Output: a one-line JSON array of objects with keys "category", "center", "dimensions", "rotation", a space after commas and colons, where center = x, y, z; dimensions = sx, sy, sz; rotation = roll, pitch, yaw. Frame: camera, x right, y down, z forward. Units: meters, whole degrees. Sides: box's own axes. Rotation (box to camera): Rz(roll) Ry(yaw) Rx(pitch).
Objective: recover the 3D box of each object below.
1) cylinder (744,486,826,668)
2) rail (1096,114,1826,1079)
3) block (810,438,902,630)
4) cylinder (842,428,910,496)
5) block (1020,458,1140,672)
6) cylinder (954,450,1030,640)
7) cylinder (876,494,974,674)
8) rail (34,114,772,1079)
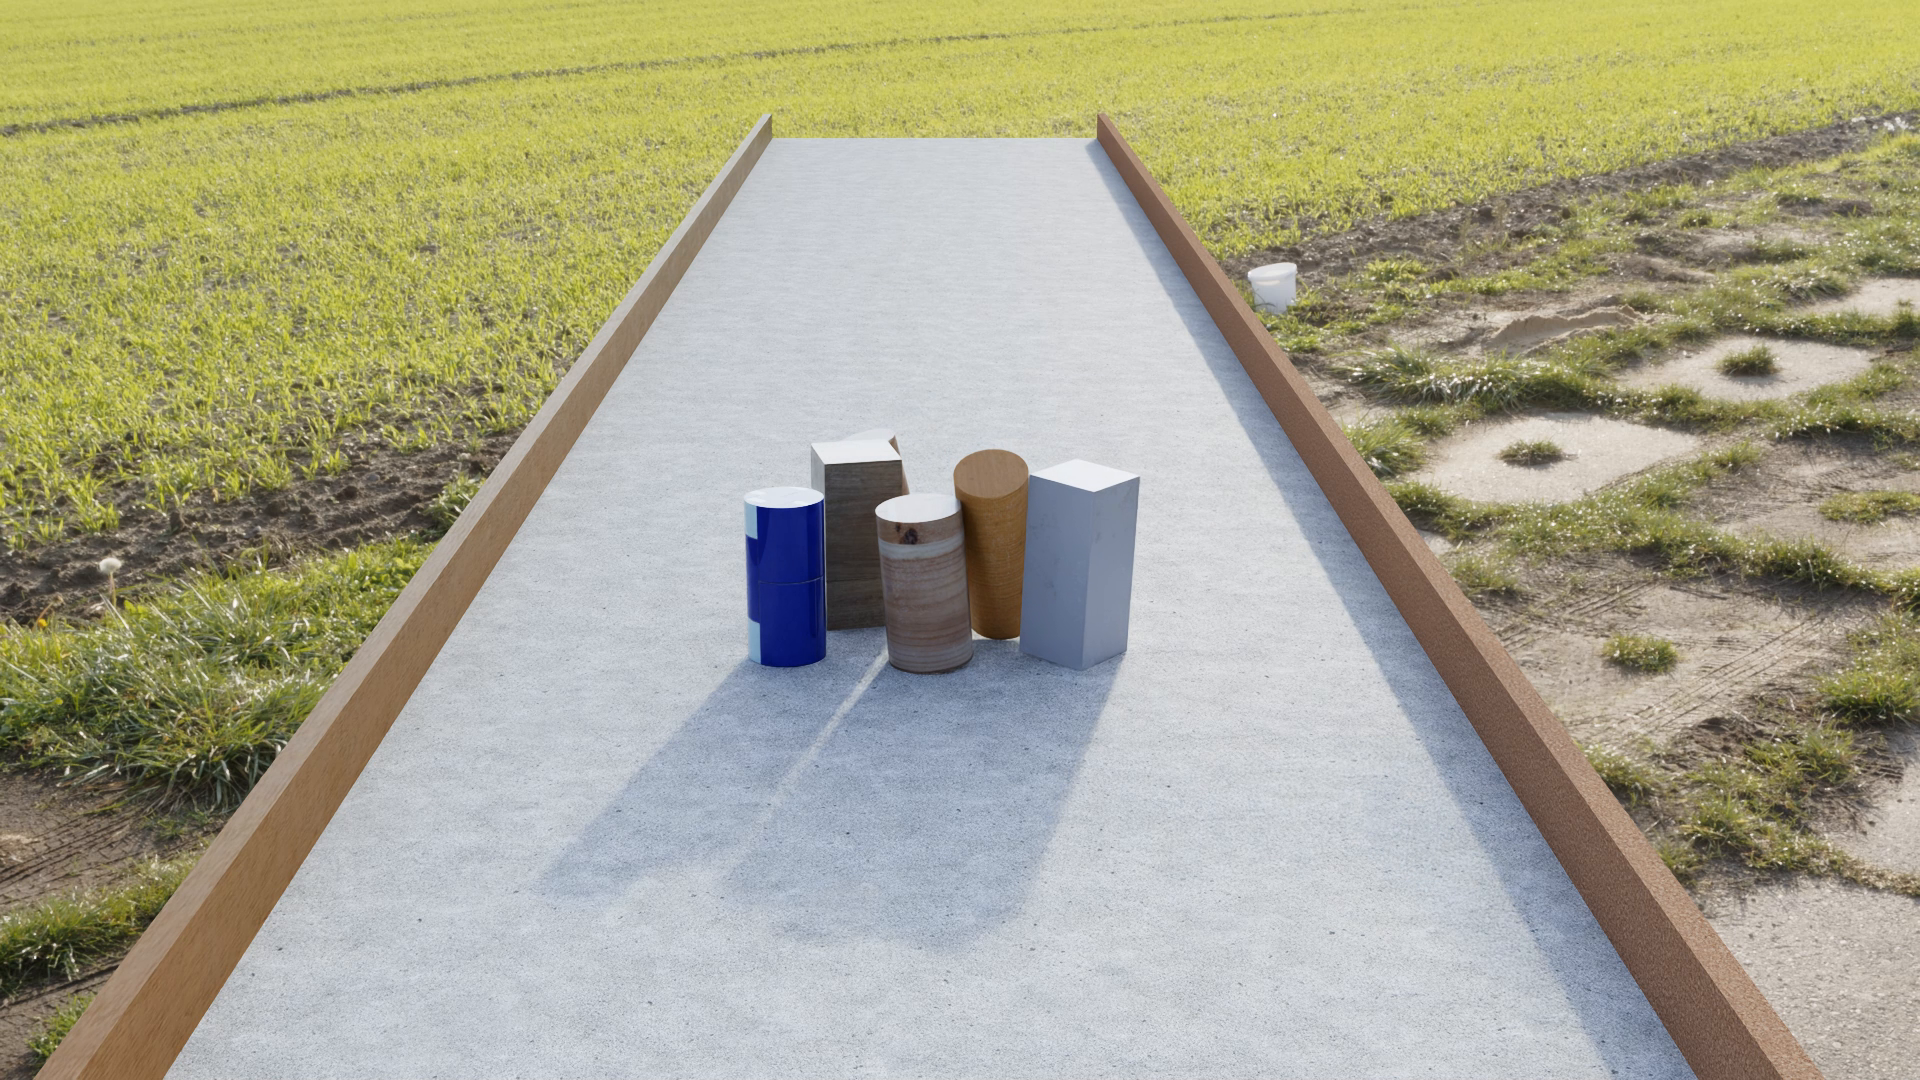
[{"category": "cylinder", "center": [-0.349, 0.073, 4.403], "dimensions": [0.158, 0.329, 0.158], "rotation": [0, 17, 0]}, {"category": "rail", "center": [0.932, -0.844, 7.801], "dimensions": [0.050, 0.150, 12.000], "rotation": [0, 17, -1]}, {"category": "block", "center": [-0.218, -0.012, 4.625], "dimensions": [0.162, 0.362, 0.162], "rotation": [-4, 19, -13]}, {"category": "cylinder", "center": [-0.163, -0.058, 4.781], "dimensions": [0.129, 0.345, 0.129], "rotation": [-12, 20, 5]}, {"category": "block", "center": [0.238, 0.048, 4.396], "dimensions": [0.157, 0.373, 0.157], "rotation": [17, 23, 36]}, {"category": "cylinder", "center": [0.075, 0.012, 4.460], "dimensions": [0.149, 0.387, 0.149], "rotation": [-3, 42, 3]}, {"category": "cylinder", "center": [-0.069, 0.085, 4.357], "dimensions": [0.171, 0.318, 0.171], "rotation": [-4, 20, 1]}, {"category": "rail", "center": [-1.118, -0.838, 7.780], "dimensions": [0.050, 0.150, 12.000], "rotation": [0, 17, -1]}]
